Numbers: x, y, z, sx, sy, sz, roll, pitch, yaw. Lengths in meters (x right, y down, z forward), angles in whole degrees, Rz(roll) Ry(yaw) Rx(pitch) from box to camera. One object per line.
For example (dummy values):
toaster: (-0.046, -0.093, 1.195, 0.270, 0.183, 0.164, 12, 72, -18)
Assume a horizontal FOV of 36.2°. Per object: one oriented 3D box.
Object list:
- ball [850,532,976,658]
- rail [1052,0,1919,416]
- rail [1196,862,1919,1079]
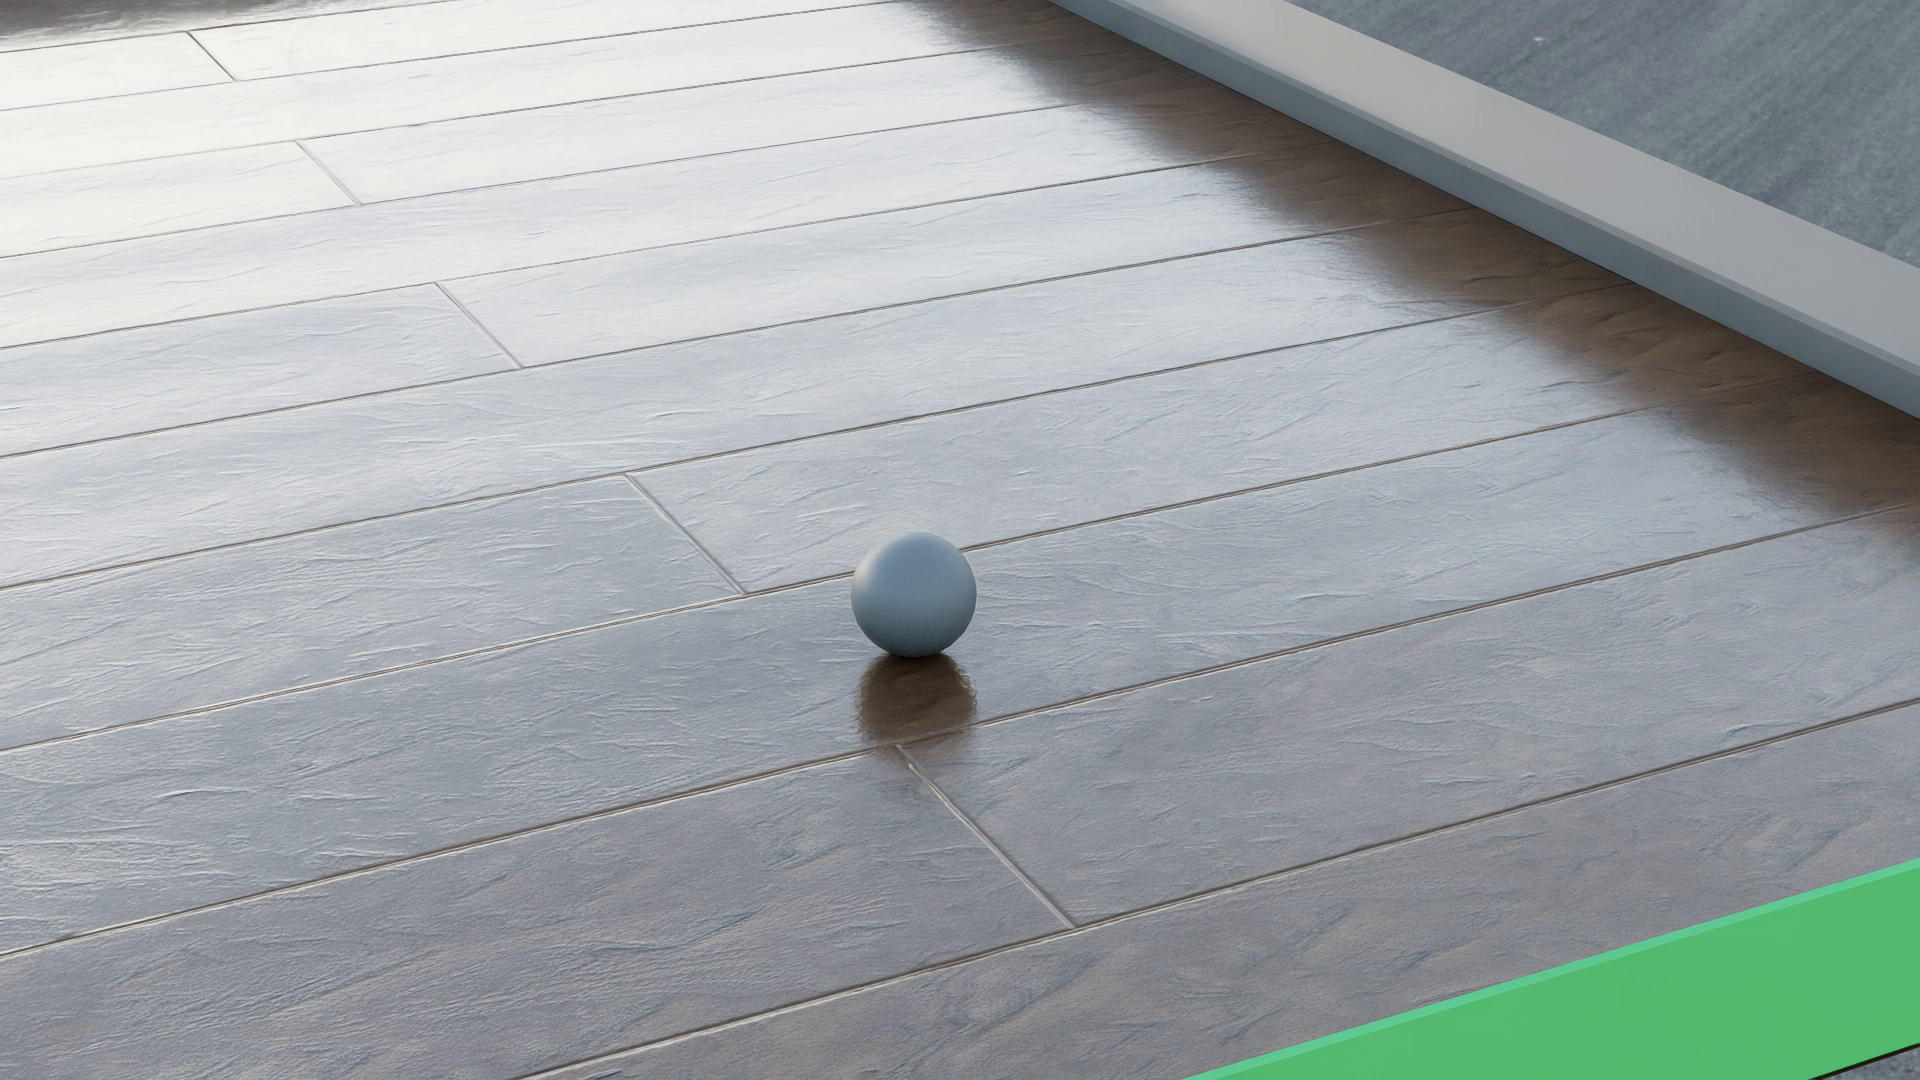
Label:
ball: (-0.032, 0.037, 2.027, 0.087, 0.087, 0.087, 0, 25, 0)
rail: (0.401, -0.467, 3.079, 0.045, 0.122, 3.060, -12, 27, -24)
rail: (0.329, 0.251, 1.519, 1.701, 0.122, 0.045, -12, 27, -24)
